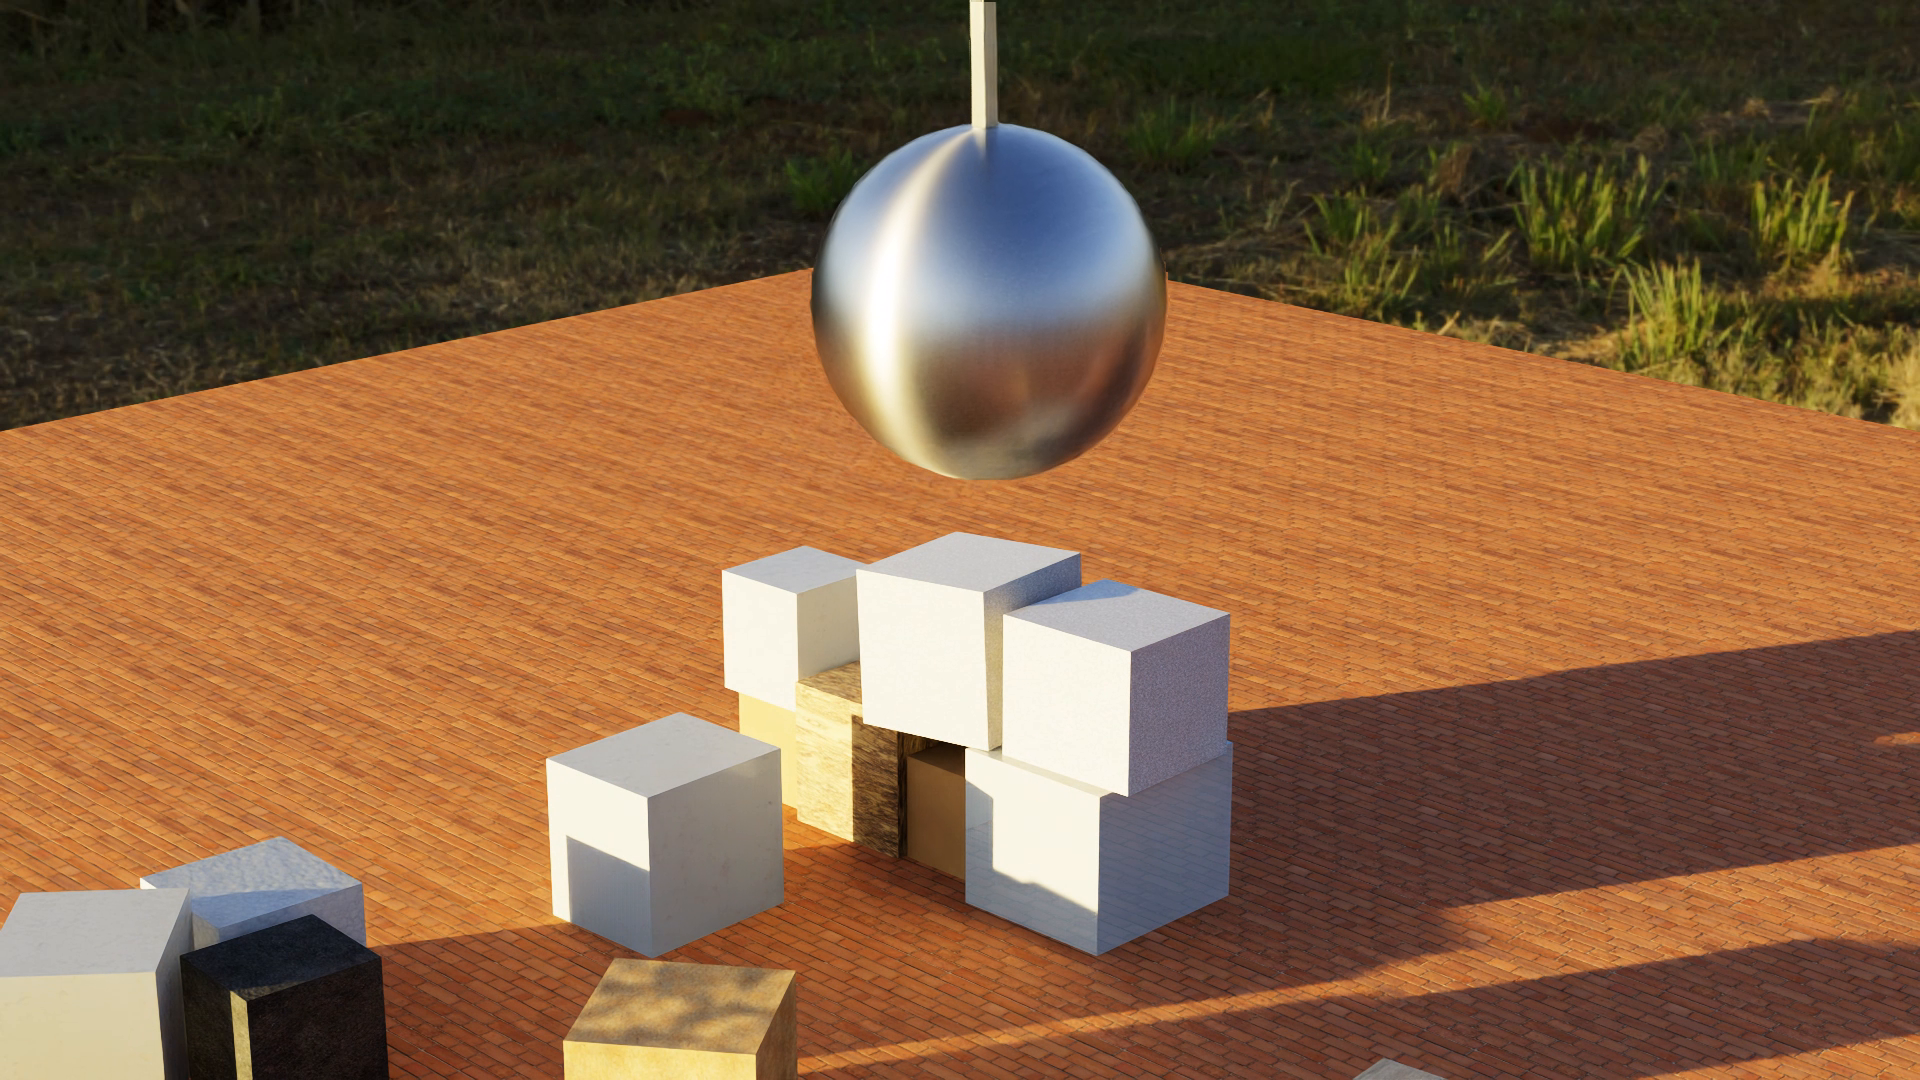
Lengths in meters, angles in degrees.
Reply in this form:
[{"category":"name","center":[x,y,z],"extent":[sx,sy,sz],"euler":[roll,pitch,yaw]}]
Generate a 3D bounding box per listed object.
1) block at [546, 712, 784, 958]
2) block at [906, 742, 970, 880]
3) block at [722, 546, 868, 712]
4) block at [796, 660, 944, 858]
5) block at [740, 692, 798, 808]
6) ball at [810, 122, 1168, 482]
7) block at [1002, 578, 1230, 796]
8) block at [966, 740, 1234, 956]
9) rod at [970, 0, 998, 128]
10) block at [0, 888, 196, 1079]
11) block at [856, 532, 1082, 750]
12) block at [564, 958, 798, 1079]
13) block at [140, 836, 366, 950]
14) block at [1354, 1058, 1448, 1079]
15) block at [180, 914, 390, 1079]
[{"category":"block","center":[-1.299,1.292,12.992],"extent":[0.661,0.744,0.786],"euler":[15,23,40]},{"category":"block","center":[0.142,1.232,13.585],"extent":[0.556,0.504,0.538],"euler":[-17,24,-42]},{"category":"block","center":[-0.769,0.428,14.266],"extent":[0.522,0.601,0.551],"euler":[16,23,41]},{"category":"block","center":[-0.309,1.006,13.968],"extent":[0.677,0.706,0.655],"euler":[16,23,41]},{"category":"block","center":[-0.721,0.968,14.405],"extent":[0.501,0.515,0.513],"euler":[16,24,42]},{"category":"ball","center":[0.128,-1.064,13.142],"extent":[1.600,1.600,1.600],"euler":[0,17,0]},{"category":"block","center":[0.680,0.630,12.794],"extent":[0.712,0.650,0.681],"euler":[15,23,40]},{"category":"block","center":[0.619,1.263,13.093],"extent":[0.793,0.738,0.888],"euler":[16,24,42]},{"category":"rod","center":[0.056,-4.284,12.054],"extent":[0.080,5.200,0.080],"euler":[17,26,42]},{"category":"block","center":[-3.365,1.830,11.390],"extent":[0.658,0.678,0.771],"euler":[-1,18,-5]},{"category":"block","center":[0.054,0.445,13.300],"extent":[0.710,0.728,0.736],"euler":[10,19,36]},{"category":"block","center":[-1.017,2.015,10.844],"extent":[0.702,0.653,0.689],"euler":[3,18,8]},{"category":"block","center":[-2.905,1.666,12.101],"extent":[0.652,0.566,0.656],"euler":[-15,23,-40]},{"category":"block","center":[1.563,2.256,10.199],"extent":[0.589,0.580,0.589],"euler":[14,22,37]},{"category":"block","center":[-2.629,1.879,11.425],"extent":[0.578,0.564,0.530],"euler":[-15,23,-39]}]
